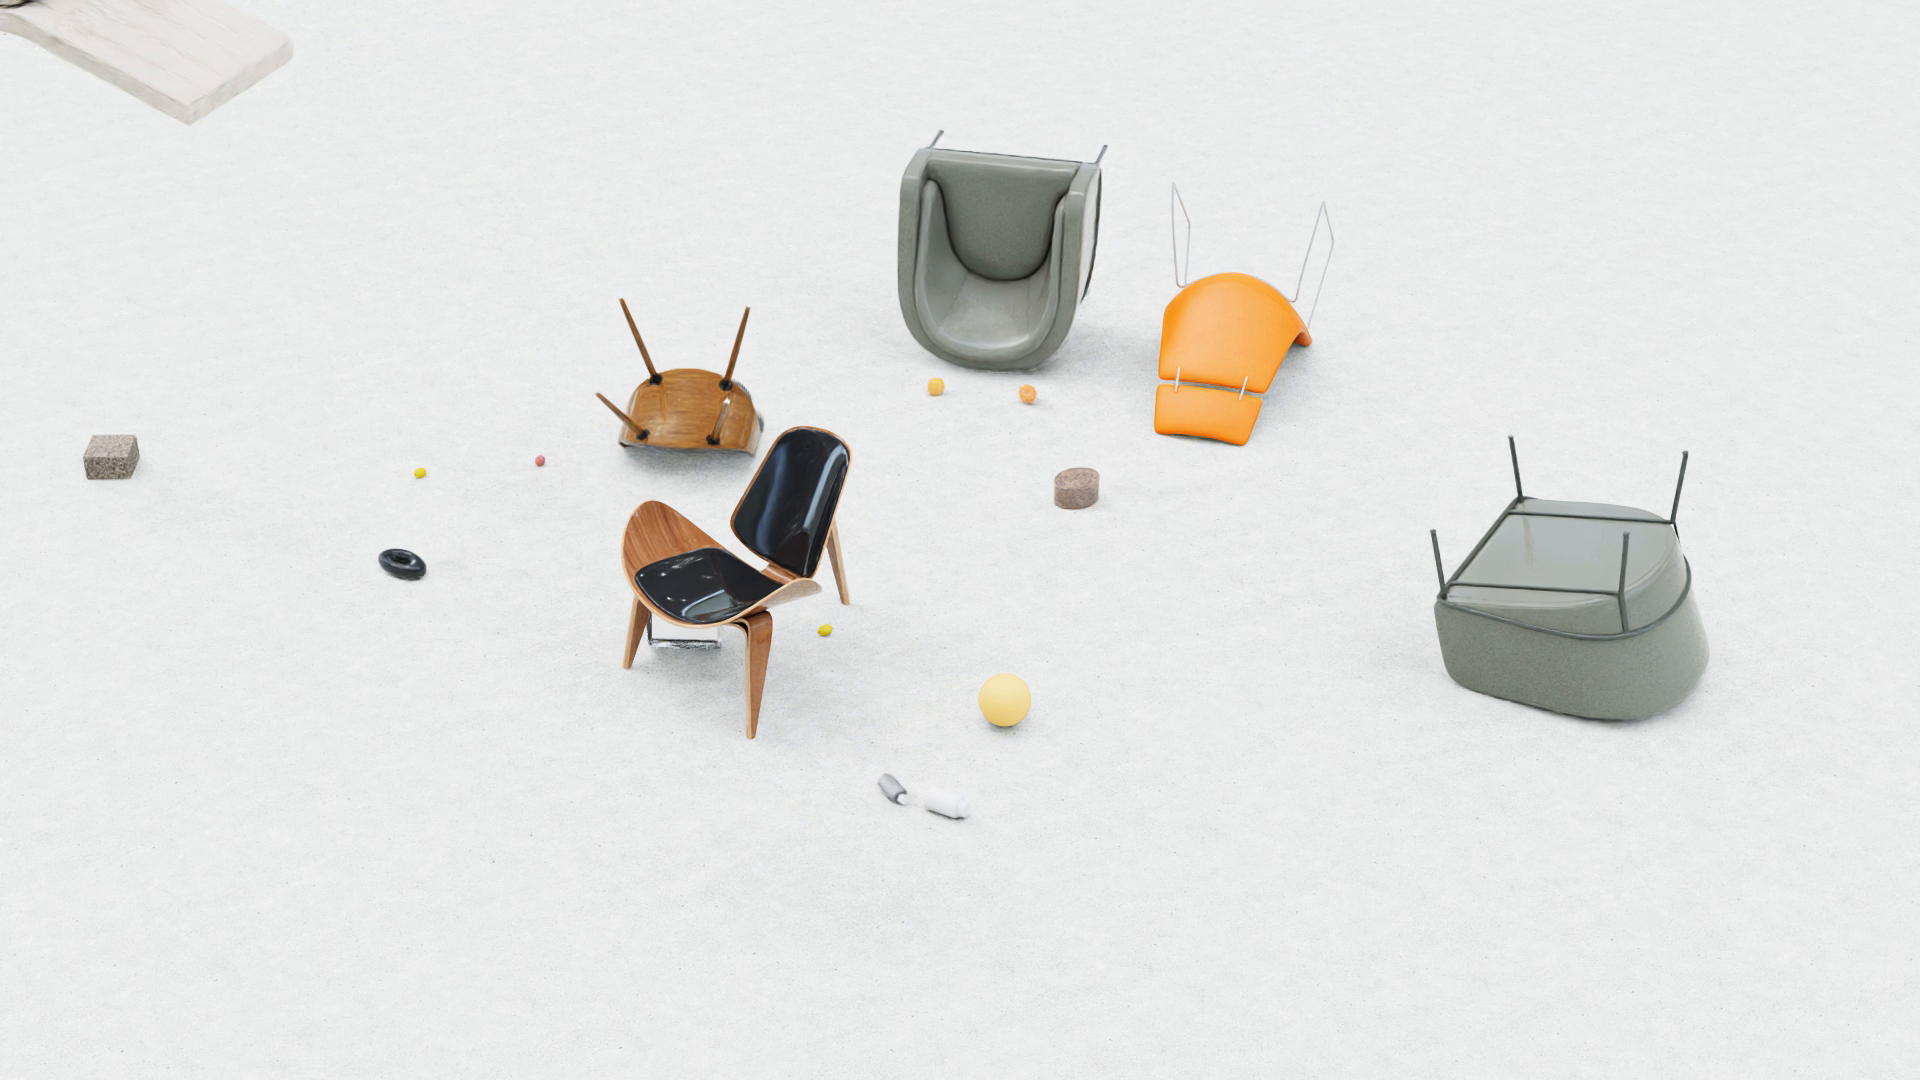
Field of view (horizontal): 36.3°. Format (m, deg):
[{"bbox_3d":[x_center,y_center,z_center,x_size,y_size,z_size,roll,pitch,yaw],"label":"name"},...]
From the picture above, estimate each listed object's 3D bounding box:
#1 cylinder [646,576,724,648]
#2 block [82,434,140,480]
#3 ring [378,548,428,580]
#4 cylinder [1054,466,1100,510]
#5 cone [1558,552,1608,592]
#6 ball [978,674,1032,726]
[{"bbox_3d":[-0.966,0.255,10.326,0.247,0.258,0.206,1,18,2],"label":"cylinder"},{"bbox_3d":[-3.281,-0.321,11.339,0.168,0.101,0.166,-1,33,-1],"label":"block"},{"bbox_3d":[-2.047,0.087,10.763,0.217,0.056,0.125,20,40,29],"label":"ring"},{"bbox_3d":[0.444,-0.196,11.155,0.186,0.094,0.148,-21,39,-28],"label":"cylinder"},{"bbox_3d":[2.232,0.142,10.688,0.206,0.096,0.144,27,61,33],"label":"cone"},{"bbox_3d":[0.153,0.543,9.955,0.182,0.182,0.182,0,33,0],"label":"ball"}]
